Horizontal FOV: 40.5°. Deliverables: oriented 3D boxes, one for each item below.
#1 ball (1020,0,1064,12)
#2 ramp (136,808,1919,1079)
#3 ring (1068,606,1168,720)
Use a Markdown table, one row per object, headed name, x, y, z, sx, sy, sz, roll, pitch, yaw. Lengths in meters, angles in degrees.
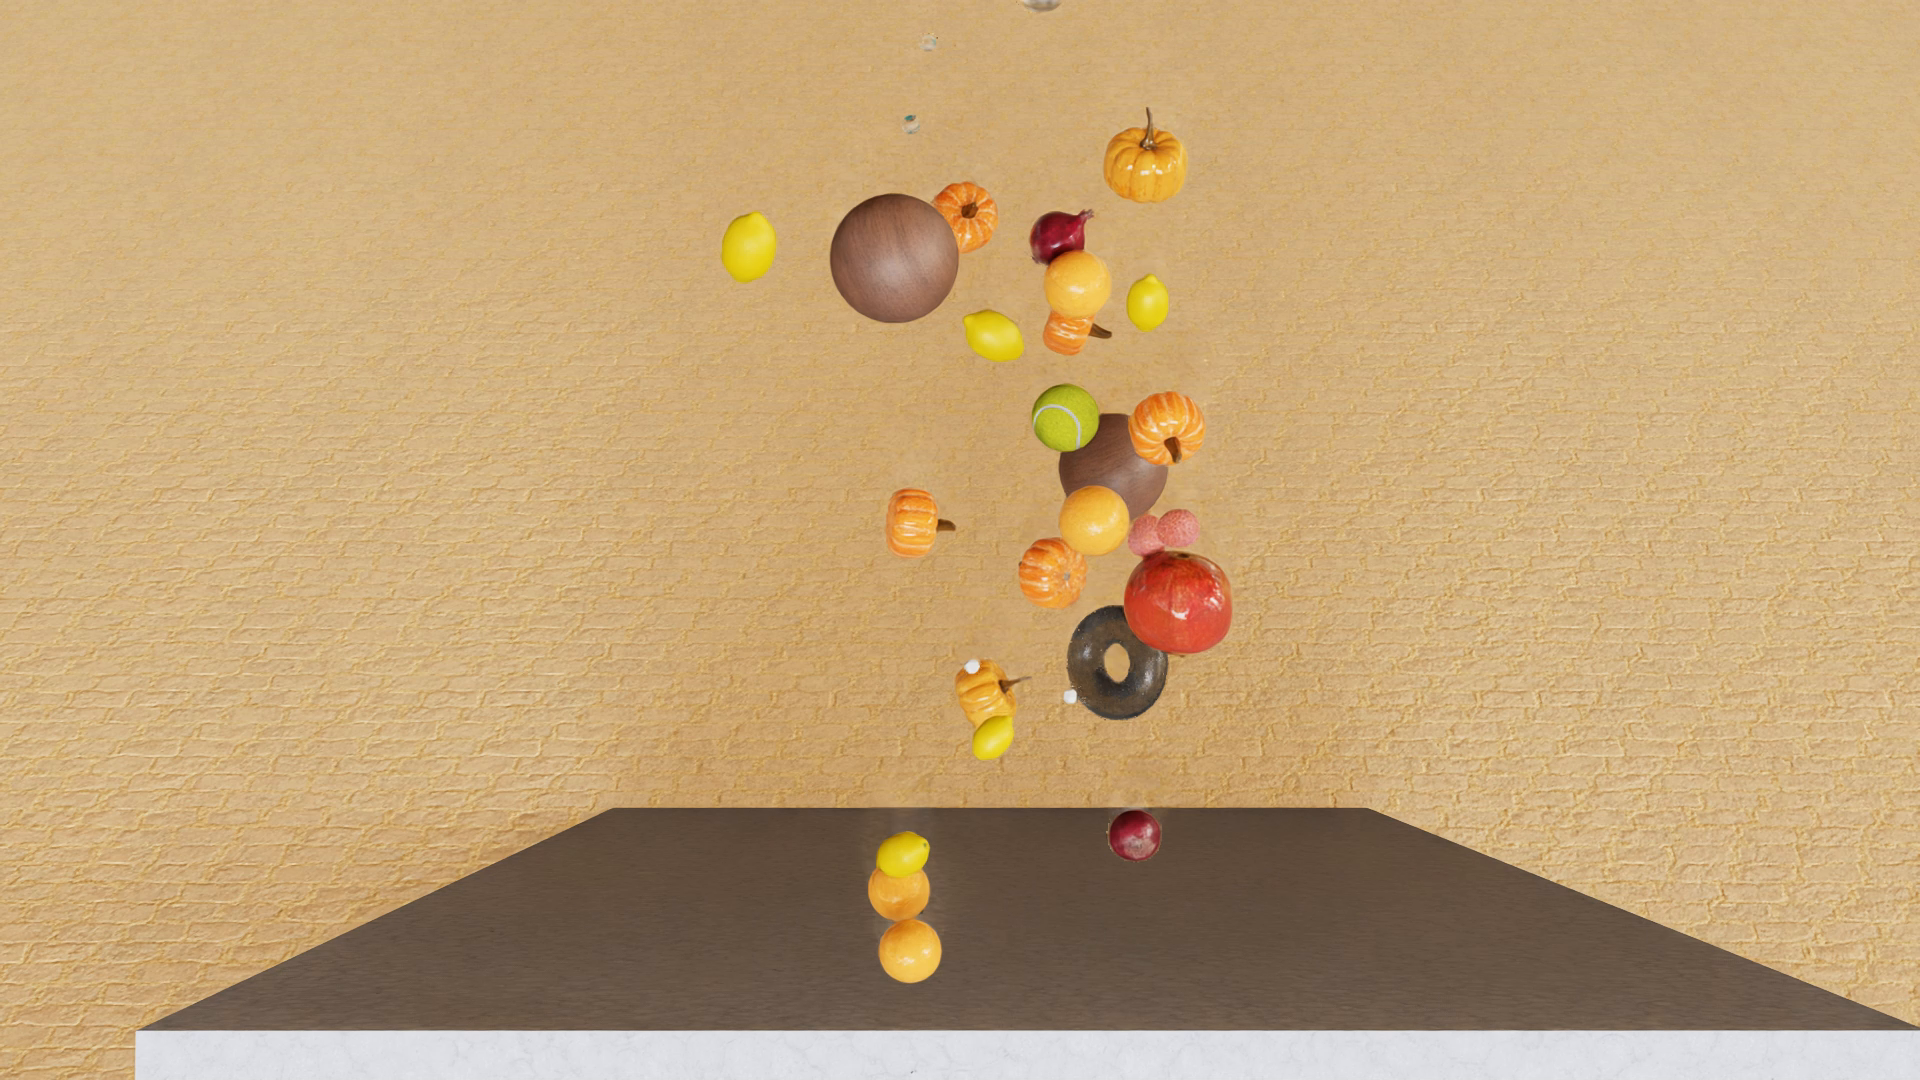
| name | x | y | z | sx | sy | sz | roll | pitch | yaw |
| --- | --- | --- | --- | --- | --- | --- | --- | --- | --- |
| ball | 0.084 | -0.576 | 2.699 | 0.056 | 0.056 | 0.056 | 0 | 36 | 0 |
| ramp | 0.080 | 0.679 | 4.898 | 2.000 | 0.100 | 4.000 | 0 | -2 | 0 |
| ring | 0.200 | 0.156 | 3.312 | 0.147 | 0.147 | 0.049 | 30 | 19 | 34 |
